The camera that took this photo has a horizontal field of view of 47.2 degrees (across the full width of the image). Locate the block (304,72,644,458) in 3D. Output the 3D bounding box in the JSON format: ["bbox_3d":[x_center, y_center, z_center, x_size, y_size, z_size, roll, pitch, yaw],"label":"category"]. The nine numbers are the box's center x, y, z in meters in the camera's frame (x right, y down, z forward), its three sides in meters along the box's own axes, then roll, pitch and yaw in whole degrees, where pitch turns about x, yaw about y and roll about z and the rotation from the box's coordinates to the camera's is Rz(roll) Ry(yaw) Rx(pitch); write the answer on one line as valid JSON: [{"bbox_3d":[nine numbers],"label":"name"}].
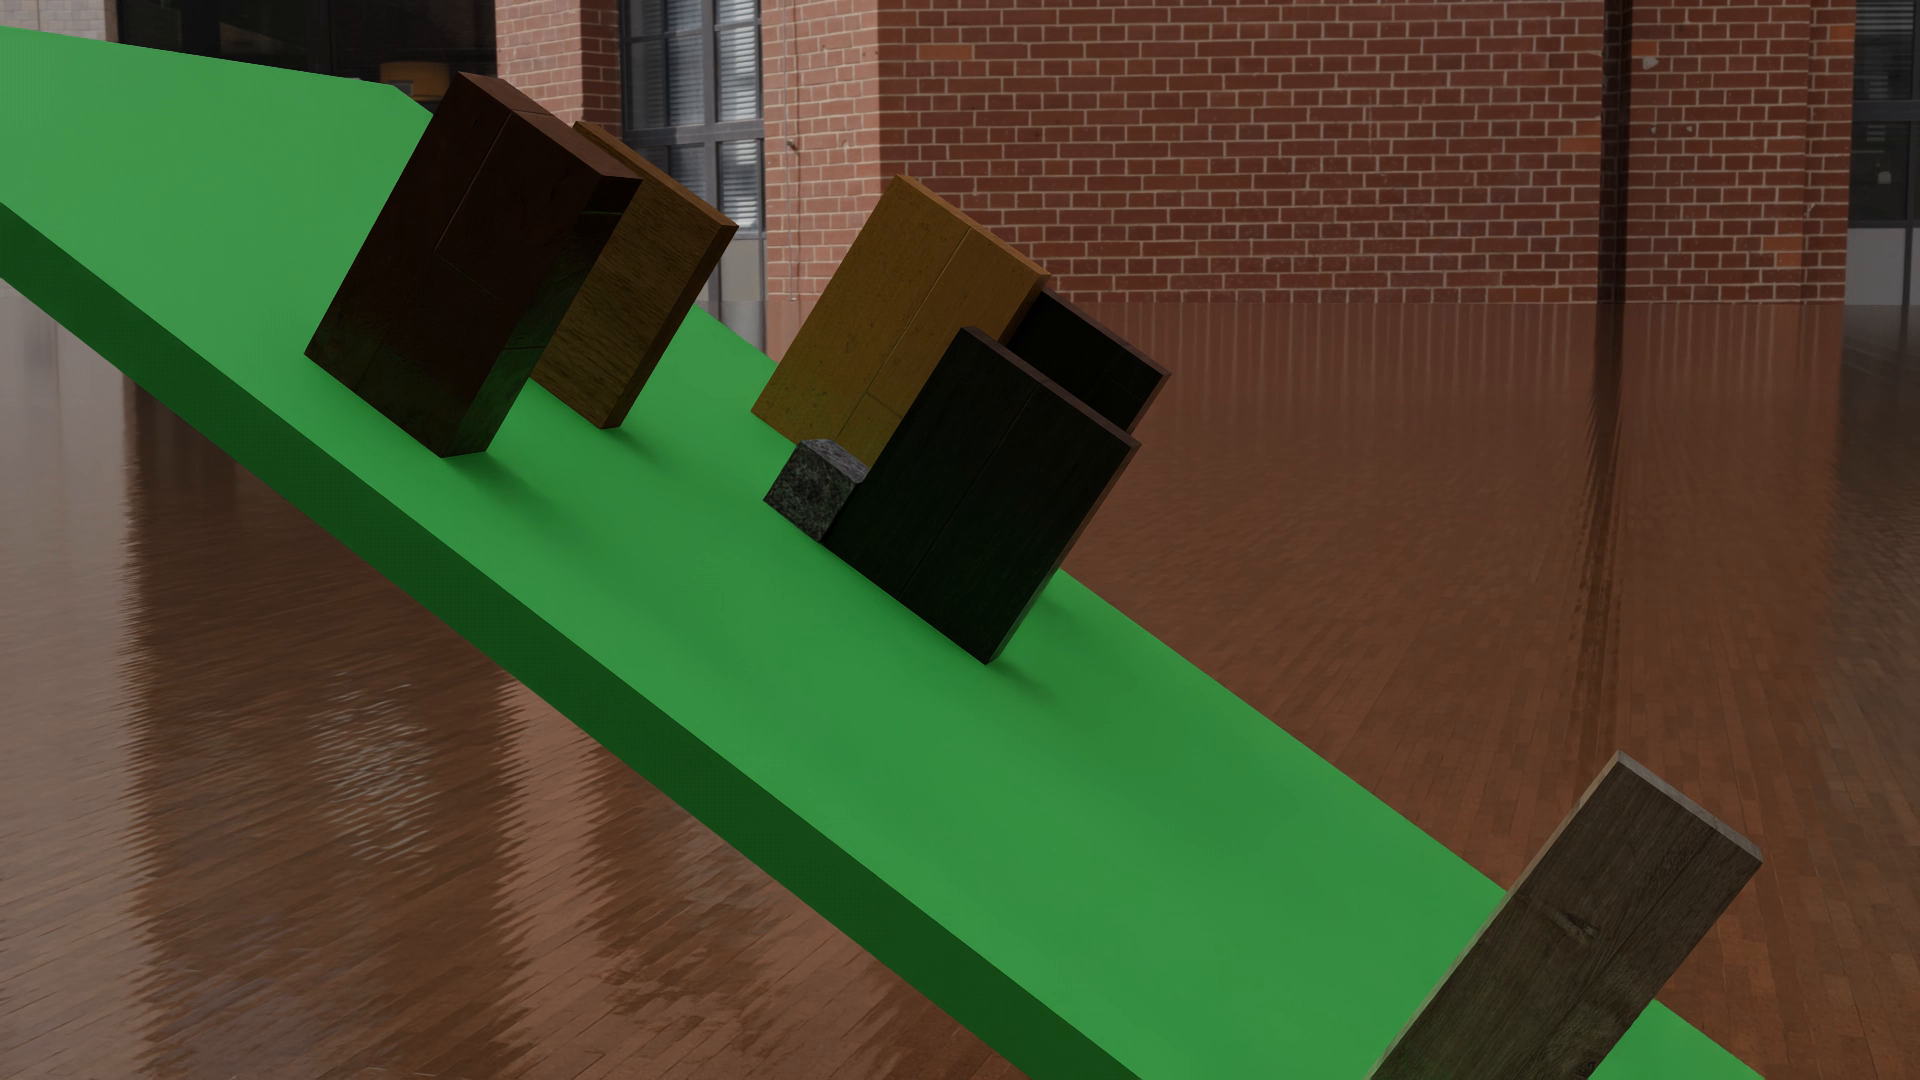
[{"bbox_3d":[-0.779,-0.436,3.513,0.293,0.528,0.145,36,15,10],"label":"block"}]

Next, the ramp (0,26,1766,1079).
[{"bbox_3d":[-0.117,0.200,4.095,4.000,0.100,2.000,36,15,10],"label":"ramp"}]

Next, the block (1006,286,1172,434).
[{"bbox_3d":[0.117,-0.245,4.693,0.427,0.554,0.092,36,15,10],"label":"block"}]

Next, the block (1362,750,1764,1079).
[{"bbox_3d":[0.875,0.649,3.255,0.242,0.664,0.084,36,15,10],"label":"block"}]

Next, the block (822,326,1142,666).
[{"bbox_3d":[0.038,-0.084,4.139,0.389,0.500,0.089,36,15,10],"label":"block"}]

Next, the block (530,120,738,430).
[{"bbox_3d":[-0.667,-0.486,4.054,0.341,0.446,0.082,36,15,10],"label":"block"}]

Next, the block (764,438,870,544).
[{"bbox_3d":[-0.263,-0.097,4.255,0.141,0.141,0.141,37,16,14],"label":"block"}]

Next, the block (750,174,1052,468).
[{"bbox_3d":[-0.129,-0.413,4.633,0.371,0.596,0.098,36,15,10],"label":"block"}]
